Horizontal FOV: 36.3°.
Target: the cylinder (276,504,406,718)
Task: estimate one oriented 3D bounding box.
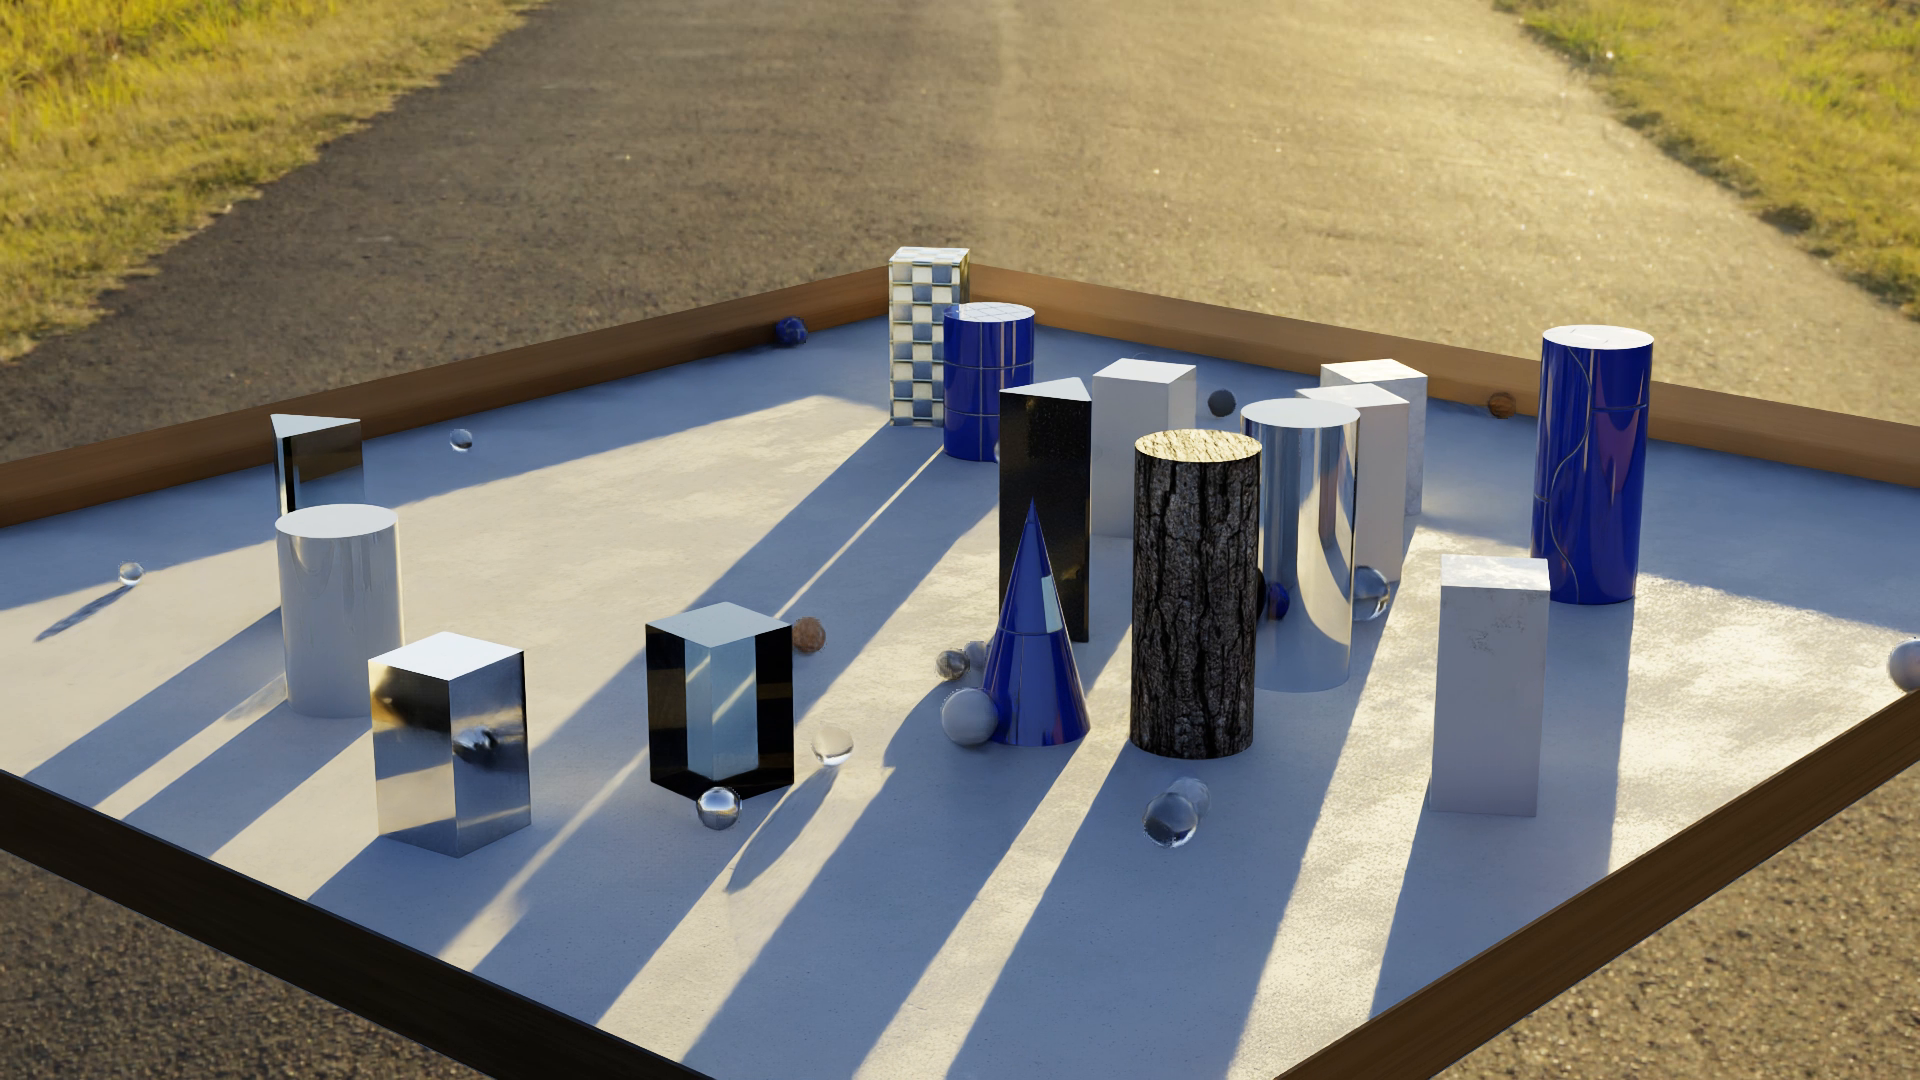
[{"bbox_3d":[-0.962,0.109,4.569,0.186,0.291,0.186,0,17,0],"label":"cylinder"}]

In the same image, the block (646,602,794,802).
[{"bbox_3d":[-0.346,0.237,4.232,0.149,0.243,0.149,-15,23,-41],"label":"block"}]

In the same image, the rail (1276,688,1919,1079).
[{"bbox_3d":[1.201,0.332,4.123,0.045,0.121,3.482,14,22,39],"label":"rail"}]

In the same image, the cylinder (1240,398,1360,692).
[{"bbox_3d":[0.534,0.008,4.661,0.186,0.433,0.186,0,17,0],"label":"cylinder"}]

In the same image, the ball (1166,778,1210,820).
[{"bbox_3d":[0.319,0.365,4.117,0.064,0.064,0.064,0,17,0],"label":"ball"}]

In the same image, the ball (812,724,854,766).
[{"bbox_3d":[-0.188,0.303,4.327,0.061,0.061,0.061,0,17,0],"label":"ball"}]

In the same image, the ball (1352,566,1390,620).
[{"bbox_3d":[0.681,0.091,4.973,0.093,0.093,0.093,0,17,0],"label":"ball"}]

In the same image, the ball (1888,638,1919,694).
[{"bbox_3d":[1.509,0.200,4.616,0.091,0.091,0.091,0,17,0],"label":"ball"}]

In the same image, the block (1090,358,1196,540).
[{"bbox_3d":[0.342,-0.168,5.462,0.149,0.304,0.149,7,18,23],"label":"block"}]

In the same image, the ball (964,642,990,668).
[{"bbox_3d":[0.027,0.187,4.742,0.042,0.042,0.042,0,17,0],"label":"ball"}]

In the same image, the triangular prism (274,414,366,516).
[{"bbox_3d":[-1.116,-0.039,4.982,0.140,0.336,0.161,16,23,42],"label":"triangular prism"}]

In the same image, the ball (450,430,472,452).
[{"bbox_3d":[-1.025,-0.204,6.026,0.046,0.046,0.046,0,17,0],"label":"ball"}]

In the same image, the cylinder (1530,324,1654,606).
[{"bbox_3d":[1.092,-0.131,5.084,0.186,0.453,0.186,0,17,0],"label":"cylinder"}]

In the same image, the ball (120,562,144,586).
[{"bbox_3d":[-1.460,0.059,5.167,0.042,0.042,0.042,0,17,0],"label":"ball"}]

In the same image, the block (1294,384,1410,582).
[{"bbox_3d":[0.688,-0.097,5.194,0.149,0.324,0.149,-6,18,-18],"label":"block"}]

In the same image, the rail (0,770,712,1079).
[{"bbox_3d":[-1.126,0.406,3.880,3.230,0.121,0.045,14,22,39],"label":"rail"}]

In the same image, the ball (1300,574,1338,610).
[{"bbox_3d":[0.617,0.089,5.033,0.062,0.062,0.062,0,17,0],"label":"ball"}]

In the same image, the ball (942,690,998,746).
[{"bbox_3d":[0.015,0.267,4.402,0.086,0.086,0.086,0,17,0],"label":"ball"}]

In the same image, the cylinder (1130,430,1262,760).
[{"bbox_3d":[0.350,0.080,4.377,0.186,0.458,0.186,0,17,0],"label":"cylinder"}]

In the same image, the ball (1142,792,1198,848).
[{"bbox_3d":[0.289,0.385,4.030,0.075,0.075,0.075,0,17,0],"label":"ball"}]

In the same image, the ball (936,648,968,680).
[{"bbox_3d":[-0.013,0.199,4.688,0.050,0.050,0.050,0,17,0],"label":"ball"}]

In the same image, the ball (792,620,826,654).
[{"bbox_3d":[-0.248,0.158,4.812,0.057,0.057,0.057,0,17,0],"label":"ball"}]

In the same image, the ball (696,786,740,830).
[{"bbox_3d":[-0.337,0.374,4.091,0.061,0.061,0.061,0,17,0],"label":"ball"}]

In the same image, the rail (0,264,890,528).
[{"bbox_3d":[-1.201,-0.272,6.119,0.045,0.121,3.482,14,22,39],"label":"rail"}]

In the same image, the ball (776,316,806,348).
[{"bbox_3d":[-0.401,-0.492,6.935,0.072,0.072,0.072,0,17,0],"label":"ball"}]

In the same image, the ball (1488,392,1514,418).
[{"bbox_3d":[1.163,-0.290,6.297,0.056,0.056,0.056,0,17,0],"label":"ball"}]

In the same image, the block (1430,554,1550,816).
[{"bbox_3d":[0.752,0.206,4.173,0.149,0.336,0.149,3,17,9],"label":"block"}]

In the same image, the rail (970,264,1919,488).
[{"bbox_3d":[1.126,-0.345,6.362,3.230,0.121,0.045,14,22,39],"label":"rail"}]

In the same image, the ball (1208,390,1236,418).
[{"bbox_3d":[0.564,-0.294,6.300,0.060,0.060,0.060,0,17,0],"label":"ball"}]

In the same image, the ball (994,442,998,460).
[{"bbox_3d":[0.102,-0.179,5.909,0.067,0.067,0.067,0,17,0],"label":"ball"}]

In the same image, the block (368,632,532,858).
[{"bbox_3d":[-0.705,0.281,4.058,0.149,0.258,0.149,11,20,32],"label":"block"}]

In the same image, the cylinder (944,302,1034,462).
[{"bbox_3d":[0.059,-0.324,6.002,0.186,0.291,0.186,0,17,0],"label":"cylinder"}]

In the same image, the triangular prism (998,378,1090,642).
[{"bbox_3d":[0.166,-0.056,4.903,0.161,0.413,0.140,8,18,24],"label":"triangular prism"}]

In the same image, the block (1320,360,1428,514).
[{"bbox_3d":[0.786,-0.193,5.606,0.149,0.269,0.149,-6,18,-19],"label":"block"}]

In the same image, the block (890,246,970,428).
[{"bbox_3d":[-0.064,-0.432,6.245,0.149,0.357,0.149,2,17,8],"label":"block"}]

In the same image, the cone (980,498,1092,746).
[{"bbox_3d":[0.109,0.109,4.443,0.186,0.365,0.186,0,17,0],"label":"cone"}]
